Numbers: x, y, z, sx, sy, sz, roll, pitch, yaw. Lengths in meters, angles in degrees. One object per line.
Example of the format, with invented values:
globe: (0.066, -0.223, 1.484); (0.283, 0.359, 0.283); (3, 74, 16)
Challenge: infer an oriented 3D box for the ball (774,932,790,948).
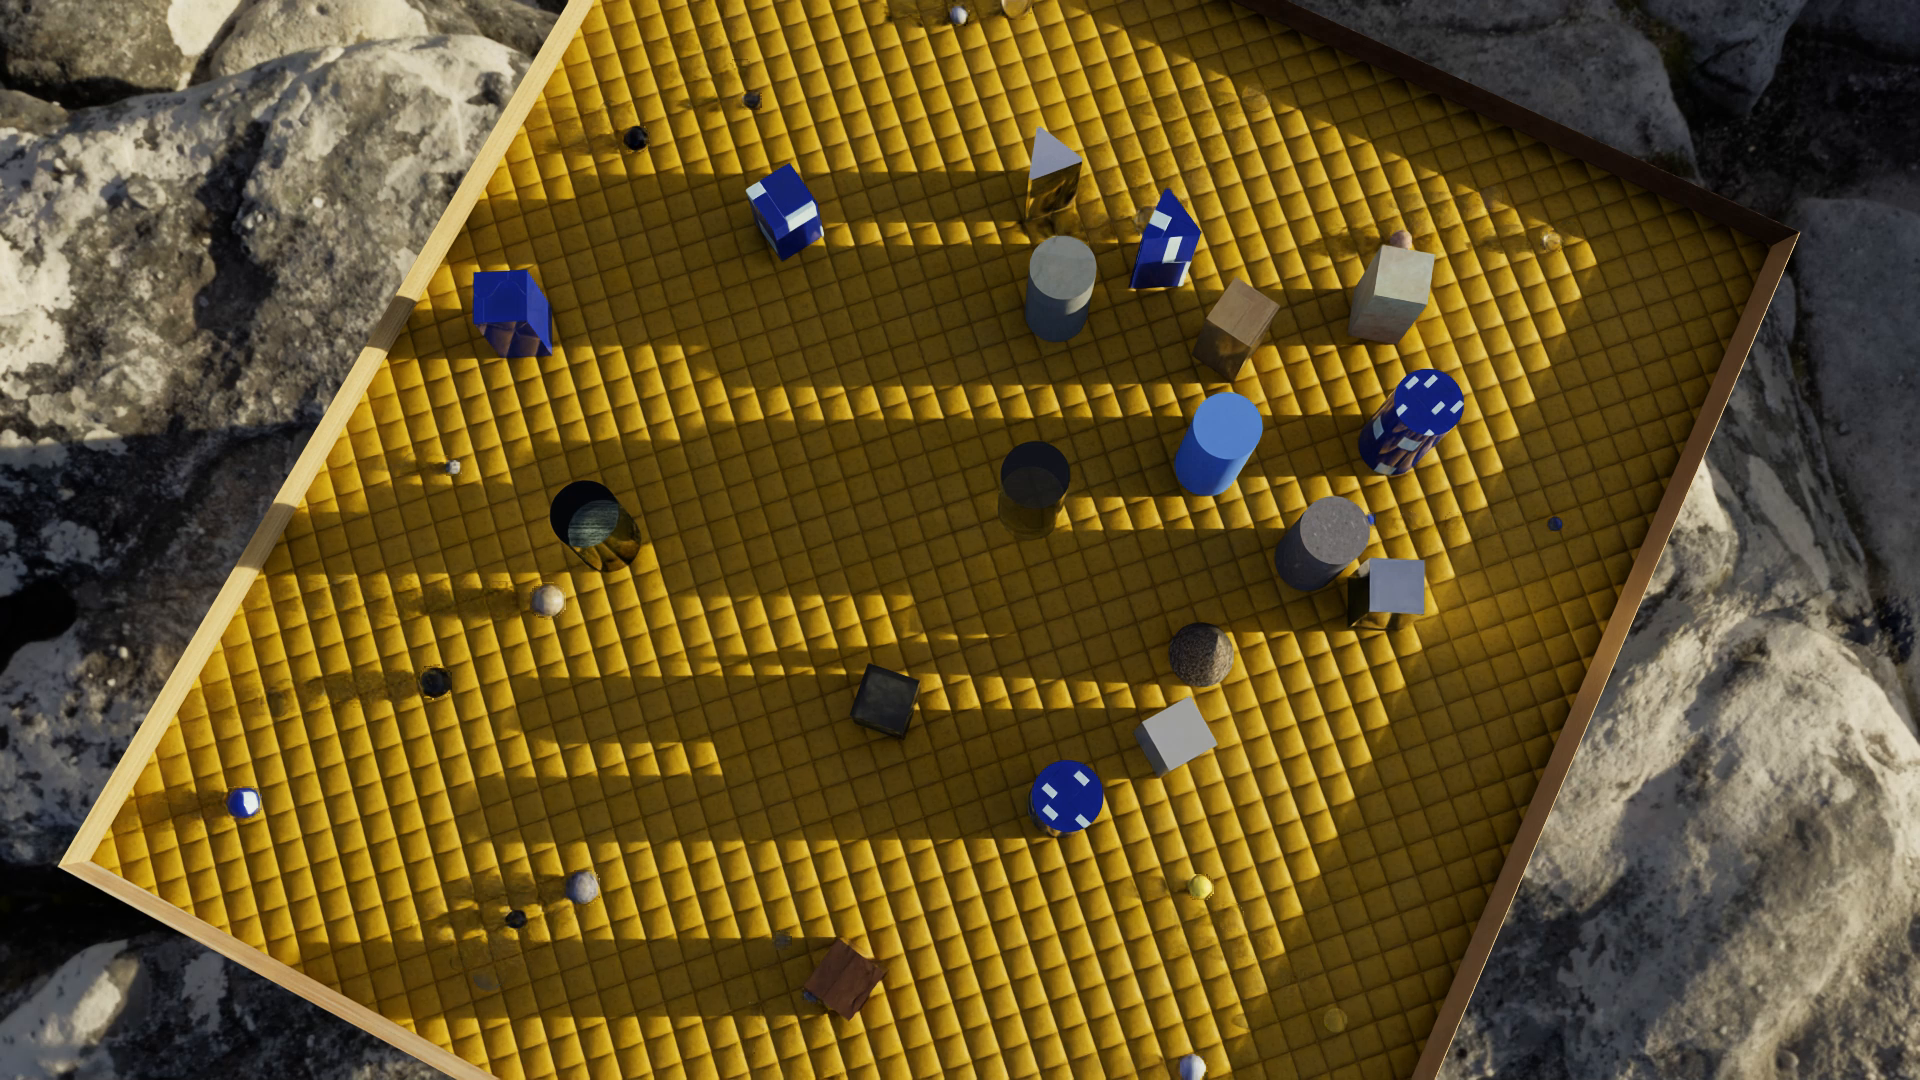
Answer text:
ball: (-0.521, 1.170, 5.351); (0.046, 0.046, 0.046); (0, 78, 0)

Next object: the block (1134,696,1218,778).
block: (0.625, 0.578, 5.349); (0.158, 0.289, 0.158); (-28, 80, -6)

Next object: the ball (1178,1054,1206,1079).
ball: (0.667, 1.516, 5.264); (0.076, 0.076, 0.076); (0, 78, 0)

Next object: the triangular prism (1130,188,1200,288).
triangular prism: (0.614, -0.917, 5.583); (0.171, 0.438, 0.148); (-4, 78, -1)

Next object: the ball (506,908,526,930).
ball: (-1.296, 1.109, 5.357); (0.059, 0.059, 0.059); (0, 78, 0)

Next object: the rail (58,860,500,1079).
rail: (-0.899, 1.767, 5.184); (3.796, 0.129, 0.045); (26, 80, 5)

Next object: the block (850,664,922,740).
block: (-0.216, 0.478, 5.395); (0.158, 0.240, 0.158); (18, 79, 4)

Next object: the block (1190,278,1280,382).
block: (0.833, -0.634, 5.565); (0.158, 0.359, 0.158); (35, 80, 7)

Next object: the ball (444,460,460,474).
ball: (-1.561, -0.225, 5.639); (0.047, 0.047, 0.047); (0, 78, 0)

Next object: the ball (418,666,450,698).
ball: (-1.571, 0.426, 5.481); (0.093, 0.093, 0.093); (0, 78, 0)

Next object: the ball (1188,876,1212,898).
ball: (0.703, 1.017, 5.371); (0.068, 0.068, 0.068); (0, 78, 0)

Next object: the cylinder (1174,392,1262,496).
cylinder: (0.762, -0.278, 5.437); (0.198, 0.464, 0.198); (0, 78, 0)

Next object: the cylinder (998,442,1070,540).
cylinder: (0.214, -0.140, 5.417); (0.198, 0.447, 0.198); (0, 78, 0)

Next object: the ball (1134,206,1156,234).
ball: (0.598, -1.005, 5.771); (0.096, 0.096, 0.096); (0, 78, 0)

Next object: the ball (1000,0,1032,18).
ball: (0.181, -1.737, 5.926); (0.099, 0.099, 0.099); (0, 78, 0)

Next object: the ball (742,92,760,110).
ball: (-0.668, -1.412, 5.880); (0.056, 0.056, 0.056); (0, 78, 0)

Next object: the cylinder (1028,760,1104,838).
cylinder: (0.299, 0.748, 5.265); (0.198, 0.385, 0.198); (0, 78, 0)

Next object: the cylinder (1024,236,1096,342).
cylinder: (0.302, -0.758, 5.568); (0.198, 0.403, 0.198); (0, 78, 0)

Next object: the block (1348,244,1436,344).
block: (1.307, -0.742, 5.574); (0.158, 0.383, 0.158); (11, 79, 2)

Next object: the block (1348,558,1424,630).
block: (1.259, 0.163, 5.427); (0.158, 0.306, 0.158); (3, 78, 1)

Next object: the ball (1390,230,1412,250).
ball: (1.389, -0.940, 5.774); (0.073, 0.073, 0.073); (0, 78, 0)

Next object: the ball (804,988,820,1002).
ball: (-0.428, 1.315, 5.317); (0.053, 0.053, 0.053); (0, 78, 0)

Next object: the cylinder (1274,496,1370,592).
cylinder: (1.061, 0.016, 5.394); (0.198, 0.430, 0.198); (0, 78, 0)

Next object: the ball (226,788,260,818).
ball: (-2.115, 0.776, 5.408); (0.093, 0.093, 0.093); (0, 78, 0)

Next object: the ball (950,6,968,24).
ball: (-0.004, -1.701, 5.939); (0.058, 0.058, 0.058); (0, 78, 0)

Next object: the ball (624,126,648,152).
ball: (-1.034, -1.279, 5.842); (0.078, 0.078, 0.078); (0, 78, 0)

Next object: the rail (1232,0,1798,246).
rail: (0.899, -1.753, 5.913); (3.796, 0.129, 0.045); (26, 80, 5)

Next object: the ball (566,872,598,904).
ball: (-1.105, 1.017, 5.357); (0.096, 0.096, 0.096); (0, 78, 0)

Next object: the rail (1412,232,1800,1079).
rail: (1.676, 0.828, 5.379); (0.045, 0.129, 4.066); (26, 80, 5)

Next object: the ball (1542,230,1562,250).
ball: (1.869, -0.944, 5.781); (0.061, 0.061, 0.061); (0, 78, 0)

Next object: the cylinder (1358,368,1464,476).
cylinder: (1.334, -0.344, 5.443); (0.198, 0.480, 0.198); (0, 78, 0)

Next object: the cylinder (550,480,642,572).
cylinder: (-1.076, -0.037, 5.432); (0.198, 0.377, 0.198); (0, 78, 0)

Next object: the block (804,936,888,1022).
block: (-0.317, 1.235, 5.175); (0.158, 0.363, 0.158); (36, 81, 7)

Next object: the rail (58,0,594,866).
rail: (-1.676, -0.814, 5.718); (0.045, 0.129, 4.066); (26, 80, 5)

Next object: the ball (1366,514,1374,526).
ball: (1.244, -0.059, 5.606); (0.045, 0.045, 0.045); (0, 78, 0)

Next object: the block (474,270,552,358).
block: (-1.359, -0.685, 5.582); (0.158, 0.345, 0.158); (-3, 78, -1)

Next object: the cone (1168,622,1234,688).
cone: (0.730, 0.309, 5.360); (0.198, 0.376, 0.198); (0, 78, 0)

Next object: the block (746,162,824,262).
block: (-0.542, -1.015, 5.690); (0.158, 0.268, 0.158); (-33, 80, -6)

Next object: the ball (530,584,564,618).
ball: (-1.244, 0.183, 5.528); (0.099, 0.099, 0.099); (0, 78, 0)

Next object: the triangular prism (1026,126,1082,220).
triangular prism: (0.263, -1.148, 5.684); (0.171, 0.333, 0.148); (-21, 79, -4)
